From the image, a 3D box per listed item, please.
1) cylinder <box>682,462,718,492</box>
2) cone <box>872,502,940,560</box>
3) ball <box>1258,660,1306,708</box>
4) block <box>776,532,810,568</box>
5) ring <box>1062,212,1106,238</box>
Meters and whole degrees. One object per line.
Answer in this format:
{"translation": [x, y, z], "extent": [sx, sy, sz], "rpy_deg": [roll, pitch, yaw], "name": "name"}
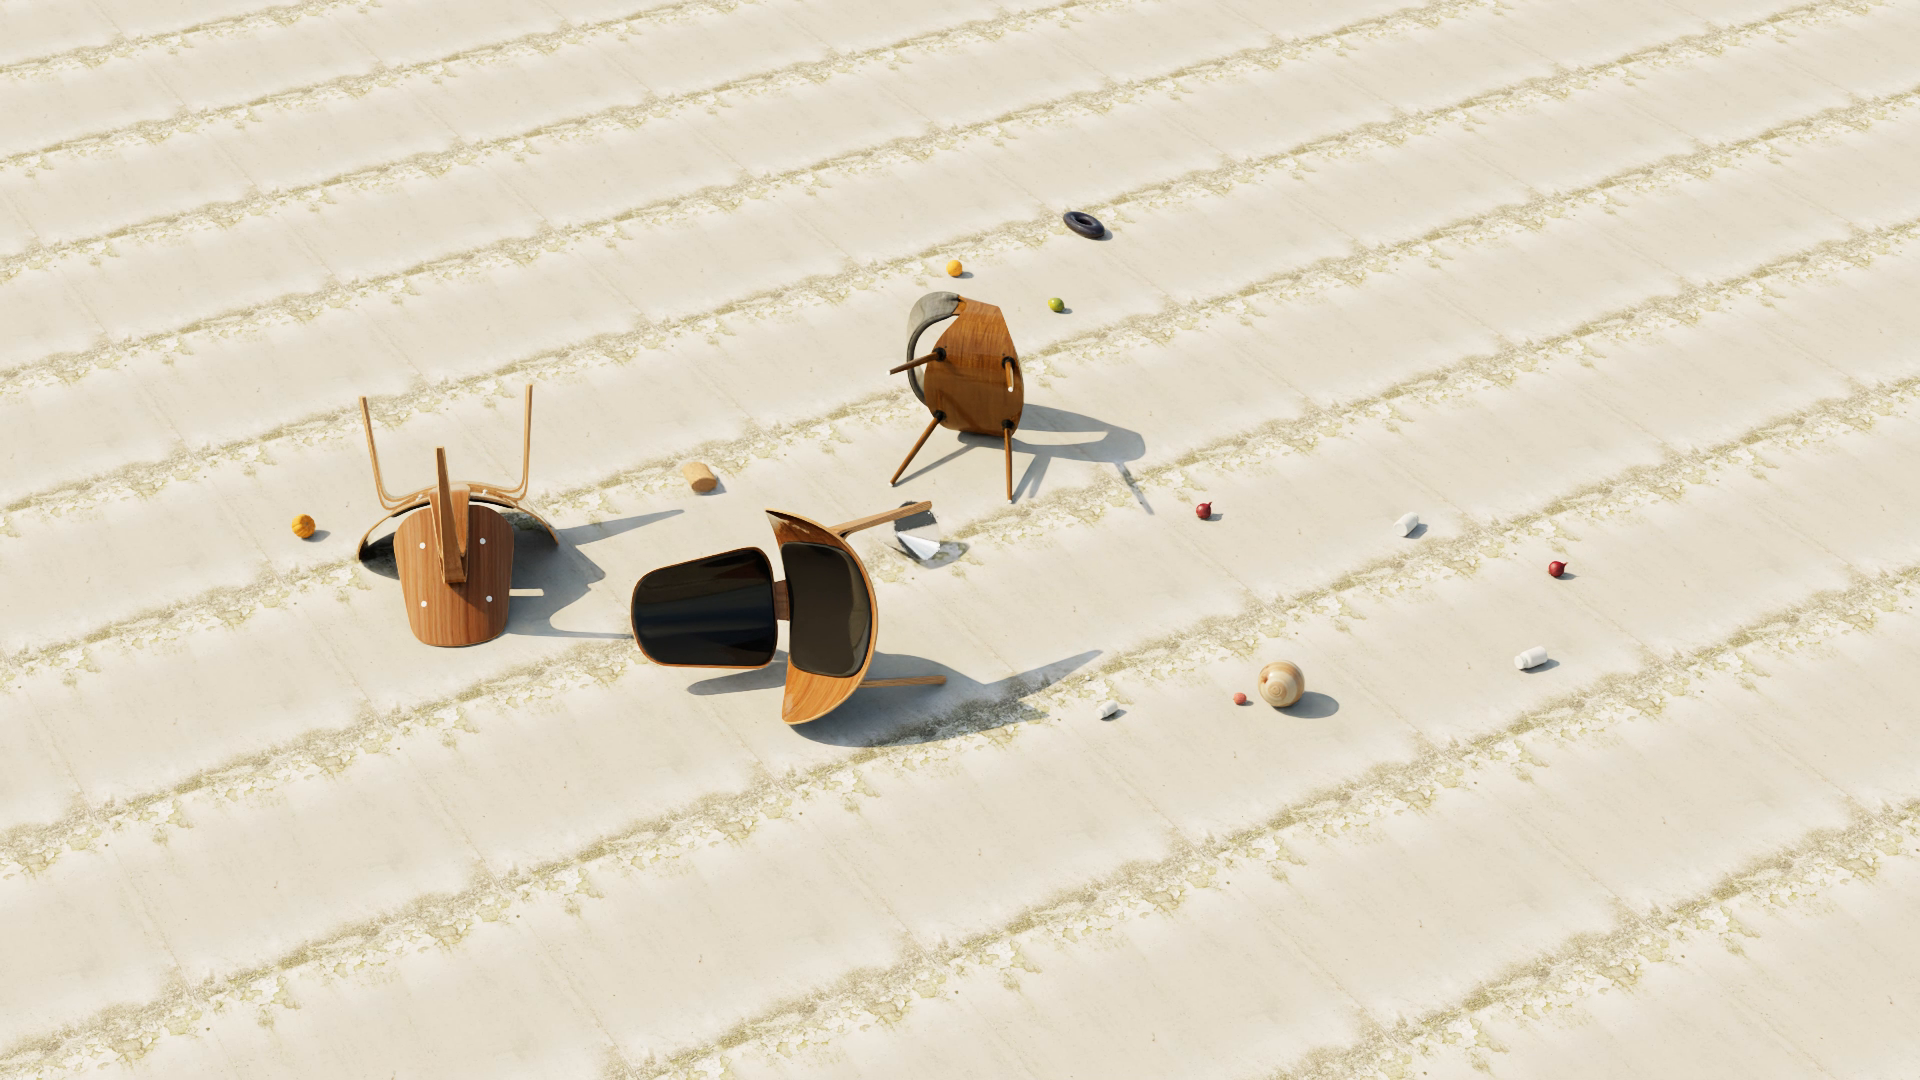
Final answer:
{"translation": [-1.001, -0.241, 11.251], "extent": [0.106, 0.065, 0.125], "rpy_deg": [-4, 32, -24], "name": "cylinder"}
{"translation": [-0.243, -0.026, 10.888], "extent": [0.235, 0.250, 0.206], "rpy_deg": [-7, 62, 43], "name": "cone"}
{"translation": [1.102, 0.491, 10.050], "extent": [0.164, 0.164, 0.164], "rpy_deg": [0, 33, 0], "name": "ball"}
{"translation": [-0.618, 0.036, 10.830], "extent": [0.086, 0.067, 0.114], "rpy_deg": [-17, 37, -24], "name": "block"}
{"translation": [0.551, -1.402, 13.027], "extent": [0.132, 0.050, 0.254], "rpy_deg": [-21, 38, -31], "name": "ring"}
